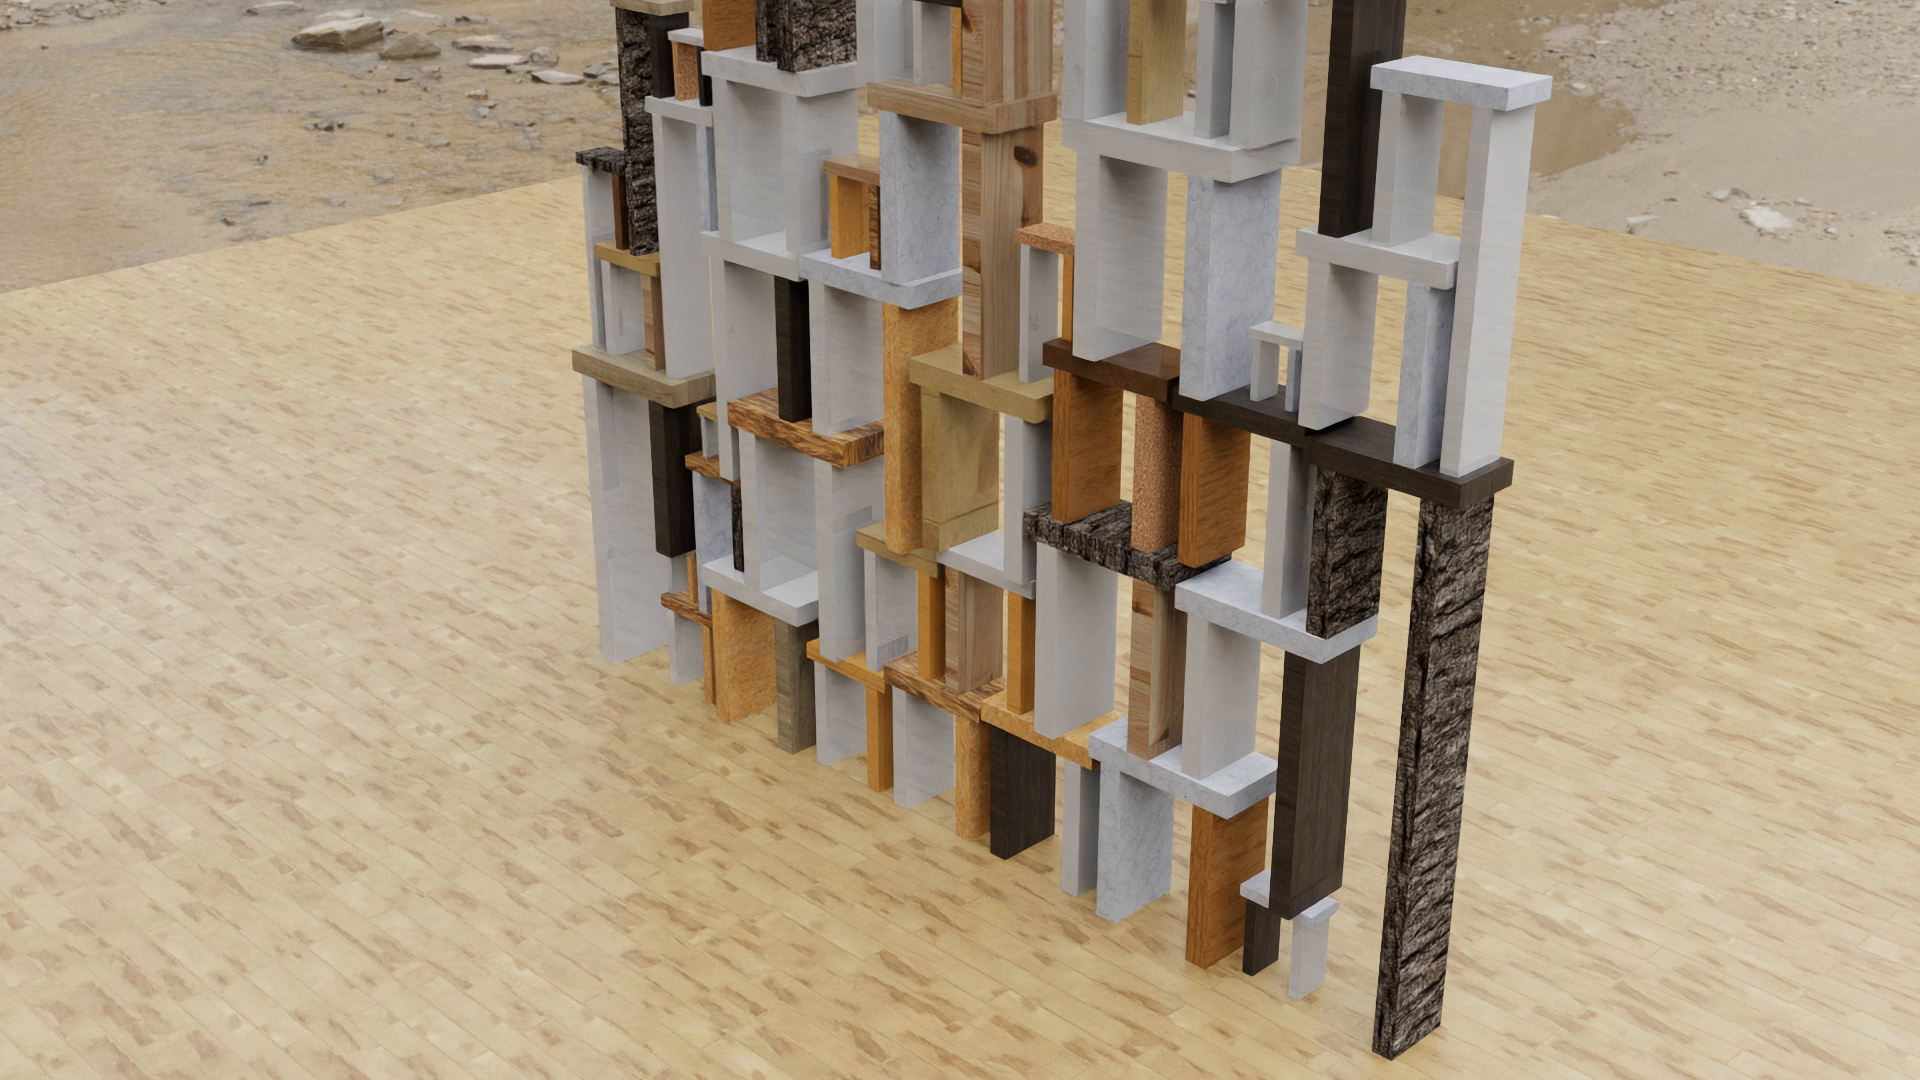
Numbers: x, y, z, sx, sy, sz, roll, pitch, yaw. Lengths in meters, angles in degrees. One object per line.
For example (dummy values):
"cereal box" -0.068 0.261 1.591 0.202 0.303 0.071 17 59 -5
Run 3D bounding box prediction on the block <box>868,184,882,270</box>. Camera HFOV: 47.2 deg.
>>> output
"block" -0.132 -0.592 4.111 0.081 0.162 0.023 -21 31 -40

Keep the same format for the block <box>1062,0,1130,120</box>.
"block" 0.246 -0.872 3.583 0.049 0.346 0.173 21 31 41

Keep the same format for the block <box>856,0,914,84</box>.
"block" -0.110 -0.993 3.916 0.165 0.330 0.047 -22 31 -41

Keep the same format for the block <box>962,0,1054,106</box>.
"block" 0.082 -0.931 3.736 0.173 0.357 0.049 -22 31 -41

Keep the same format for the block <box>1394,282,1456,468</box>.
"block" 0.722 -0.263 3.328 0.135 0.286 0.038 -21 31 -41

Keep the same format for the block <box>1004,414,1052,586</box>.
"block" 0.152 -0.093 4.015 0.161 0.321 0.046 -21 31 -40

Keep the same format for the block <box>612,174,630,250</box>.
"block" -0.698 -0.707 4.689 0.023 0.164 0.082 22 31 40

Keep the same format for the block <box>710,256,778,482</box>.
"block" -0.435 -0.367 4.545 0.042 0.477 0.148 21 31 40

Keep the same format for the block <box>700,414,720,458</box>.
"block" -0.529 -0.227 4.701 0.014 0.096 0.048 21 32 41

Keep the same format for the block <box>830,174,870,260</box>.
"block" -0.208 -0.622 4.181 0.081 0.162 0.023 -21 31 -40

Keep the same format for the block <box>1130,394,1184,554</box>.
"block" 0.359 -0.130 3.773 0.040 0.281 0.140 21 31 41

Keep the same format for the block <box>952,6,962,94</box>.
"block" 0.020 -0.858 3.833 0.073 0.147 0.021 -22 31 -40

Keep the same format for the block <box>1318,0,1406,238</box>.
"block" 0.604 -0.650 3.298 0.038 0.373 0.133 21 31 41

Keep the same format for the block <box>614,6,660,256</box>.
"block" -0.661 -0.851 4.576 0.024 0.517 0.083 21 31 40

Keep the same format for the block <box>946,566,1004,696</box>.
"block" 0.028 0.158 4.263 0.035 0.266 0.124 21 31 41

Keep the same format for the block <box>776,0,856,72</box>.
"block" -0.265 -1.049 4.062 0.165 0.341 0.047 -21 31 -40

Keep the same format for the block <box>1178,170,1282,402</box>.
"block" 0.438 -0.424 3.566 0.050 0.366 0.177 21 31 41

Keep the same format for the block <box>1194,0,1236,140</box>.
"block" 0.418 -0.746 3.457 0.030 0.211 0.106 21 31 41

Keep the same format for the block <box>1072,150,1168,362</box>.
"block" 0.272 -0.495 3.717 0.050 0.354 0.177 21 31 40

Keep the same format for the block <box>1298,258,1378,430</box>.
"block" 0.594 -0.320 3.443 0.038 0.271 0.135 21 31 41

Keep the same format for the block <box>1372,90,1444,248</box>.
"block" 0.667 -0.560 3.270 0.033 0.229 0.115 21 31 41

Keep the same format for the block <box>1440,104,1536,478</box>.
"block" 0.775 -0.368 3.234 0.115 0.554 0.033 -21 31 -41

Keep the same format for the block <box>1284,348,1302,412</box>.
"block" 0.544 -0.262 3.518 0.015 0.105 0.053 21 31 41

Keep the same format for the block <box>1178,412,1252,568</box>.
"block" 0.431 -0.100 3.716 0.135 0.270 0.038 -21 31 -40

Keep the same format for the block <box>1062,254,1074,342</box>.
"block" 0.212 -0.427 3.817 0.021 0.151 0.076 22 31 40

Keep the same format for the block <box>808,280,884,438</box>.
"block" -0.220 -0.372 4.308 0.044 0.310 0.155 21 31 41

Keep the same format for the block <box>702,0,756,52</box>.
"block" -0.444 -1.073 4.252 0.033 0.236 0.118 21 31 41

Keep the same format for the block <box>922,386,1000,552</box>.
"block" 0.002 -0.153 4.154 0.161 0.321 0.046 -21 31 -40

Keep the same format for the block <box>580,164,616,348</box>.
"block" -0.775 -0.626 4.808 0.023 0.406 0.082 21 31 40

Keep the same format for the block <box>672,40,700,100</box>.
"block" -0.546 -0.945 4.413 0.059 0.118 0.017 -21 30 -40

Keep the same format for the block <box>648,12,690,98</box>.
"block" -0.583 -0.981 4.436 0.024 0.167 0.083 21 31 41

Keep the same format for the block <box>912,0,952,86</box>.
"block" -0.049 -0.885 3.897 0.073 0.147 0.021 -22 31 -40

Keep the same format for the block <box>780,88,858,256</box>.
"block" -0.265 -0.712 4.209 0.153 0.307 0.043 -21 31 -41

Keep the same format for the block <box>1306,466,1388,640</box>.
"block" 0.626 0.002 3.544 0.041 0.289 0.144 21 31 41

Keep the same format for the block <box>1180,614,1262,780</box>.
"block" 0.457 0.251 3.834 0.044 0.308 0.154 21 31 41

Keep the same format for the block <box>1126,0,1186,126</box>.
"block" 0.318 -0.785 3.548 0.030 0.211 0.106 21 31 40

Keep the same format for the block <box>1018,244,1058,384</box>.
"block" 0.140 -0.408 3.903 0.076 0.254 0.021 -21 31 -40

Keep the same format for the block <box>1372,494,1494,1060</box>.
"block" 0.762 0.387 3.559 0.041 1.008 0.144 21 31 41

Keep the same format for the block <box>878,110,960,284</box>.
"block" -0.073 -0.640 4.025 0.158 0.316 0.045 -21 31 -40

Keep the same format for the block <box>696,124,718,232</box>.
"block" -0.475 -0.737 4.425 0.030 0.214 0.107 21 31 41

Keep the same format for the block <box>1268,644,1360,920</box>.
"block" 0.602 0.396 3.738 0.044 0.500 0.154 21 31 41

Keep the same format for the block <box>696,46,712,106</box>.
"block" -0.491 -0.924 4.362 0.059 0.118 0.017 -21 30 -40

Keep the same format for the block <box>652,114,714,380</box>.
"block" -0.575 -0.616 4.586 0.030 0.563 0.107 21 31 40

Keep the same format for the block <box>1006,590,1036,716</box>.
"block" 0.145 0.196 4.152 0.035 0.247 0.124 21 31 41

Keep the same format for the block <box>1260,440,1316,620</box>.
"block" 0.558 -0.034 3.606 0.038 0.307 0.135 21 31 41

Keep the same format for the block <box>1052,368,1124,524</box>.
"block" 0.226 -0.182 3.895 0.040 0.281 0.140 21 31 41

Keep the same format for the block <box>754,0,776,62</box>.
"block" -0.332 -1.029 4.150 0.118 0.236 0.033 -21 31 -40

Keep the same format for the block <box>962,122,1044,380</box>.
"block" 0.076 -0.519 3.914 0.158 0.451 0.045 -21 31 -40

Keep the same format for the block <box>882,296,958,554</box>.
"block" -0.074 -0.228 4.210 0.044 0.499 0.155 21 31 41

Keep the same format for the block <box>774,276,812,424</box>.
"block" -0.295 -0.395 4.380 0.042 0.297 0.148 21 31 41

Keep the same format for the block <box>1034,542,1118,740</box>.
"block" 0.215 0.163 4.055 0.048 0.383 0.170 21 31 41

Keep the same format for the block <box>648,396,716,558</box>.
"block" -0.585 -0.155 4.801 0.177 0.355 0.050 -21 31 -41

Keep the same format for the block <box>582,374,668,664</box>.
"block" -0.753 -0.063 5.021 0.050 0.695 0.177 21 31 41

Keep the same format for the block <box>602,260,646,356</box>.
"block" -0.725 -0.517 4.800 0.030 0.212 0.106 21 31 40

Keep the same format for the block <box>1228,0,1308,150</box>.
"block" 0.477 -0.748 3.392 0.133 0.266 0.038 -21 31 -41

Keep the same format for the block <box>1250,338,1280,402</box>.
"block" 0.495 -0.281 3.563 0.053 0.105 0.015 -21 31 -41

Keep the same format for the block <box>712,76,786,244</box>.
"block" -0.410 -0.762 4.345 0.043 0.322 0.153 21 31 41

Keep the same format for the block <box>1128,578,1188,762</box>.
"block" 0.375 0.205 3.899 0.048 0.340 0.170 21 31 41

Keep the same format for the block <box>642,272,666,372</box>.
"block" -0.624 -0.478 4.708 0.030 0.212 0.106 21 31 40
